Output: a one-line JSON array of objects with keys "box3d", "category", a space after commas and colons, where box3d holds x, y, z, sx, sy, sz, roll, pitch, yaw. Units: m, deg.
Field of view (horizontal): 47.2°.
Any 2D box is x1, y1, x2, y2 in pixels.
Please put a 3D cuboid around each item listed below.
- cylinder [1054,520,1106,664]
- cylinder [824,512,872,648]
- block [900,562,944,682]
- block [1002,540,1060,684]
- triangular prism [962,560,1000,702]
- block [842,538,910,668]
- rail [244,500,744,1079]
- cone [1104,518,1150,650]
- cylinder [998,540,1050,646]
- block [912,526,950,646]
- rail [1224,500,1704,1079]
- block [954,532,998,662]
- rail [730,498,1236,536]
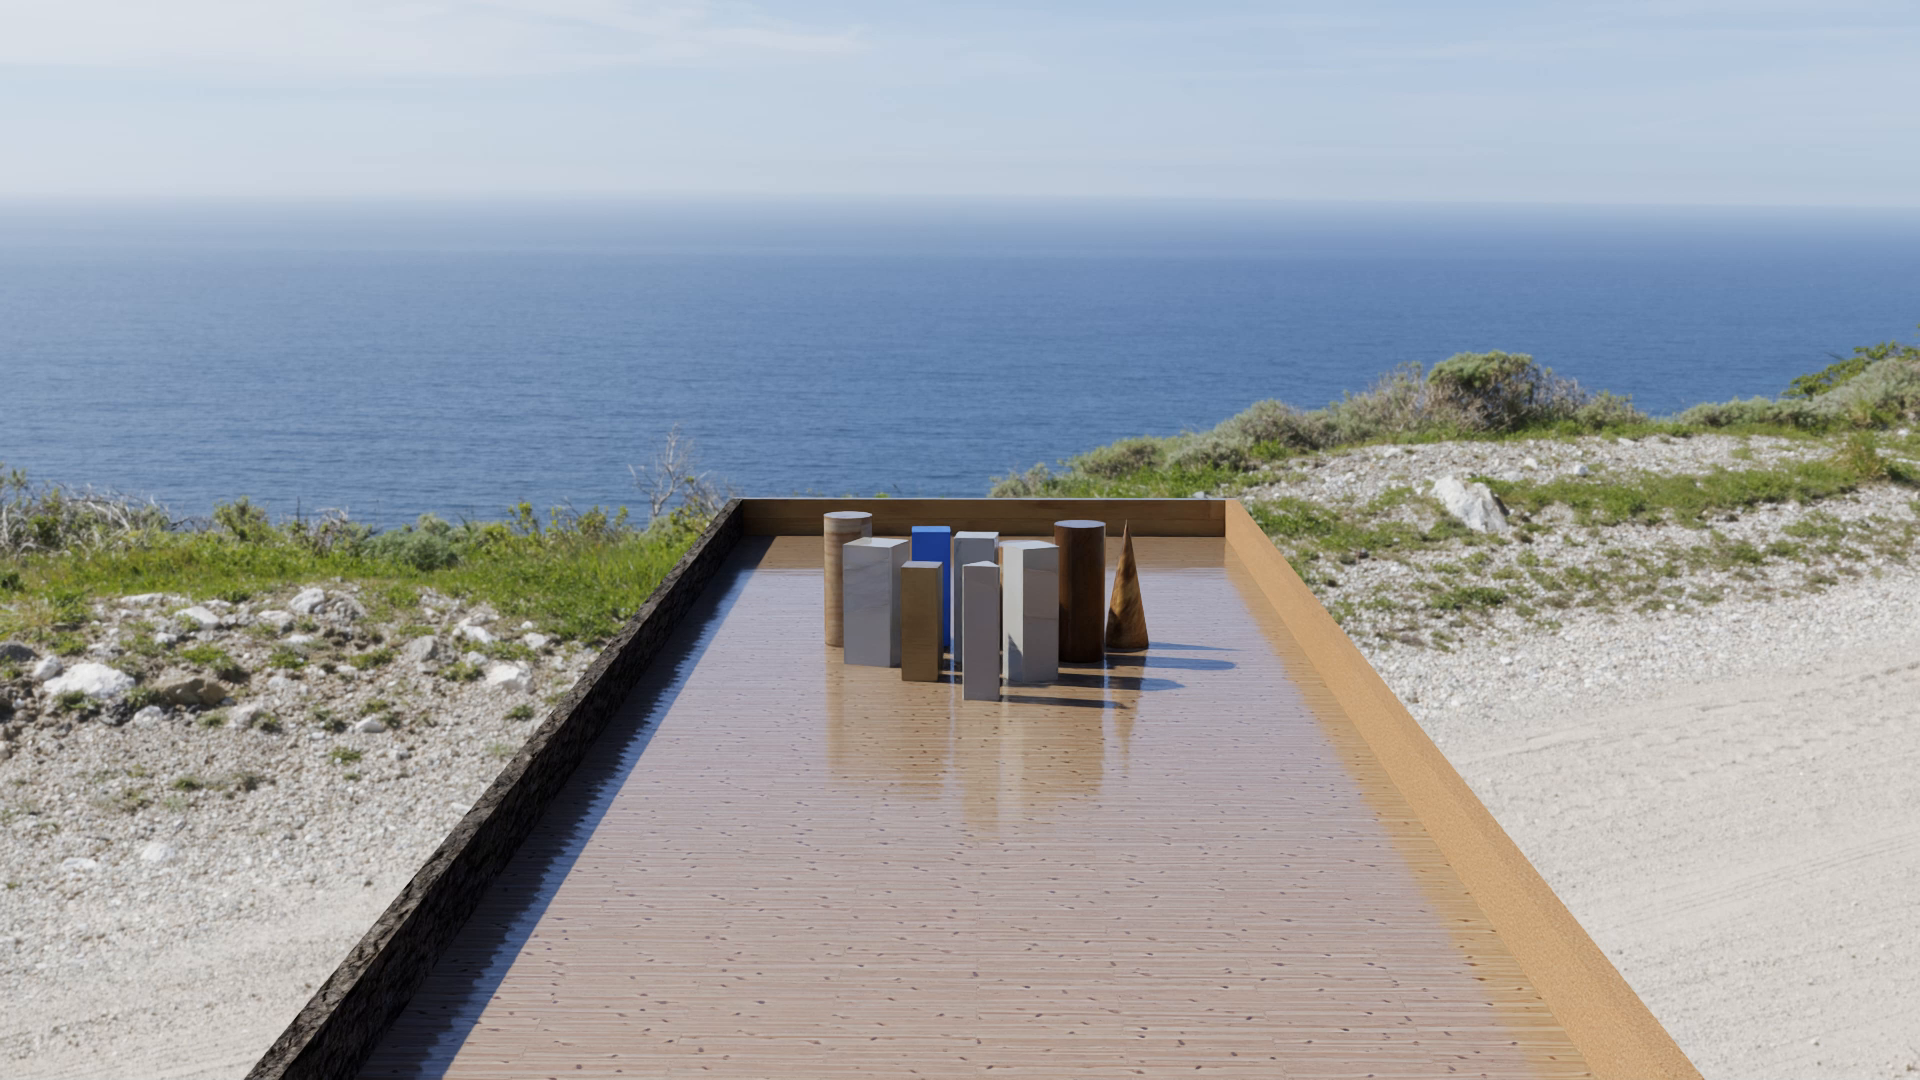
[{"box3d": [0.364, 0.156, 6.701, 0.156, 0.415, 0.156, 0, 9, 0], "category": "cylinder"}, {"box3d": [-0.351, 0.124, 6.922, 0.152, 0.409, 0.152, 0, 9, 0], "category": "cylinder"}, {"box3d": [-0.110, 0.237, 6.435, 0.106, 0.337, 0.106, 1, 9, 9], "category": "block"}, {"box3d": [0.207, 0.209, 6.428, 0.119, 0.394, 0.119, -5, 10, -27], "category": "block"}, {"box3d": [0.067, 0.254, 6.183, 0.102, 0.383, 0.089, 2, 9, 11], "category": "triangular prism"}, {"box3d": [-0.252, 0.187, 6.660, 0.152, 0.366, 0.152, 4, 10, 22], "category": "block"}, {"box3d": [-1.004, 0.839, 3.234, 0.050, 0.150, 12.000, 0, 9, 1], "category": "rail"}, {"box3d": [0.523, 0.126, 6.903, 0.148, 0.411, 0.148, 0, 9, 0], "category": "cone"}, {"box3d": [0.201, 0.169, 6.938, 0.176, 0.315, 0.176, 0, 9, 0], "category": "cylinder"}, {"box3d": [-0.091, 0.145, 6.939, 0.121, 0.362, 0.121, 0, 9, -1], "category": "block"}, {"box3d": [1.046, 0.843, 3.208, 0.050, 0.150, 12.000, 0, 9, 1], "category": "rail"}, {"box3d": [0.050, 0.173, 6.701, 0.123, 0.381, 0.123, 1, 9, 7], "category": "block"}, {"box3d": [0.099, -0.098, 9.147, 2.100, 0.150, 0.050, 0, 9, 1], "category": "rail"}]
